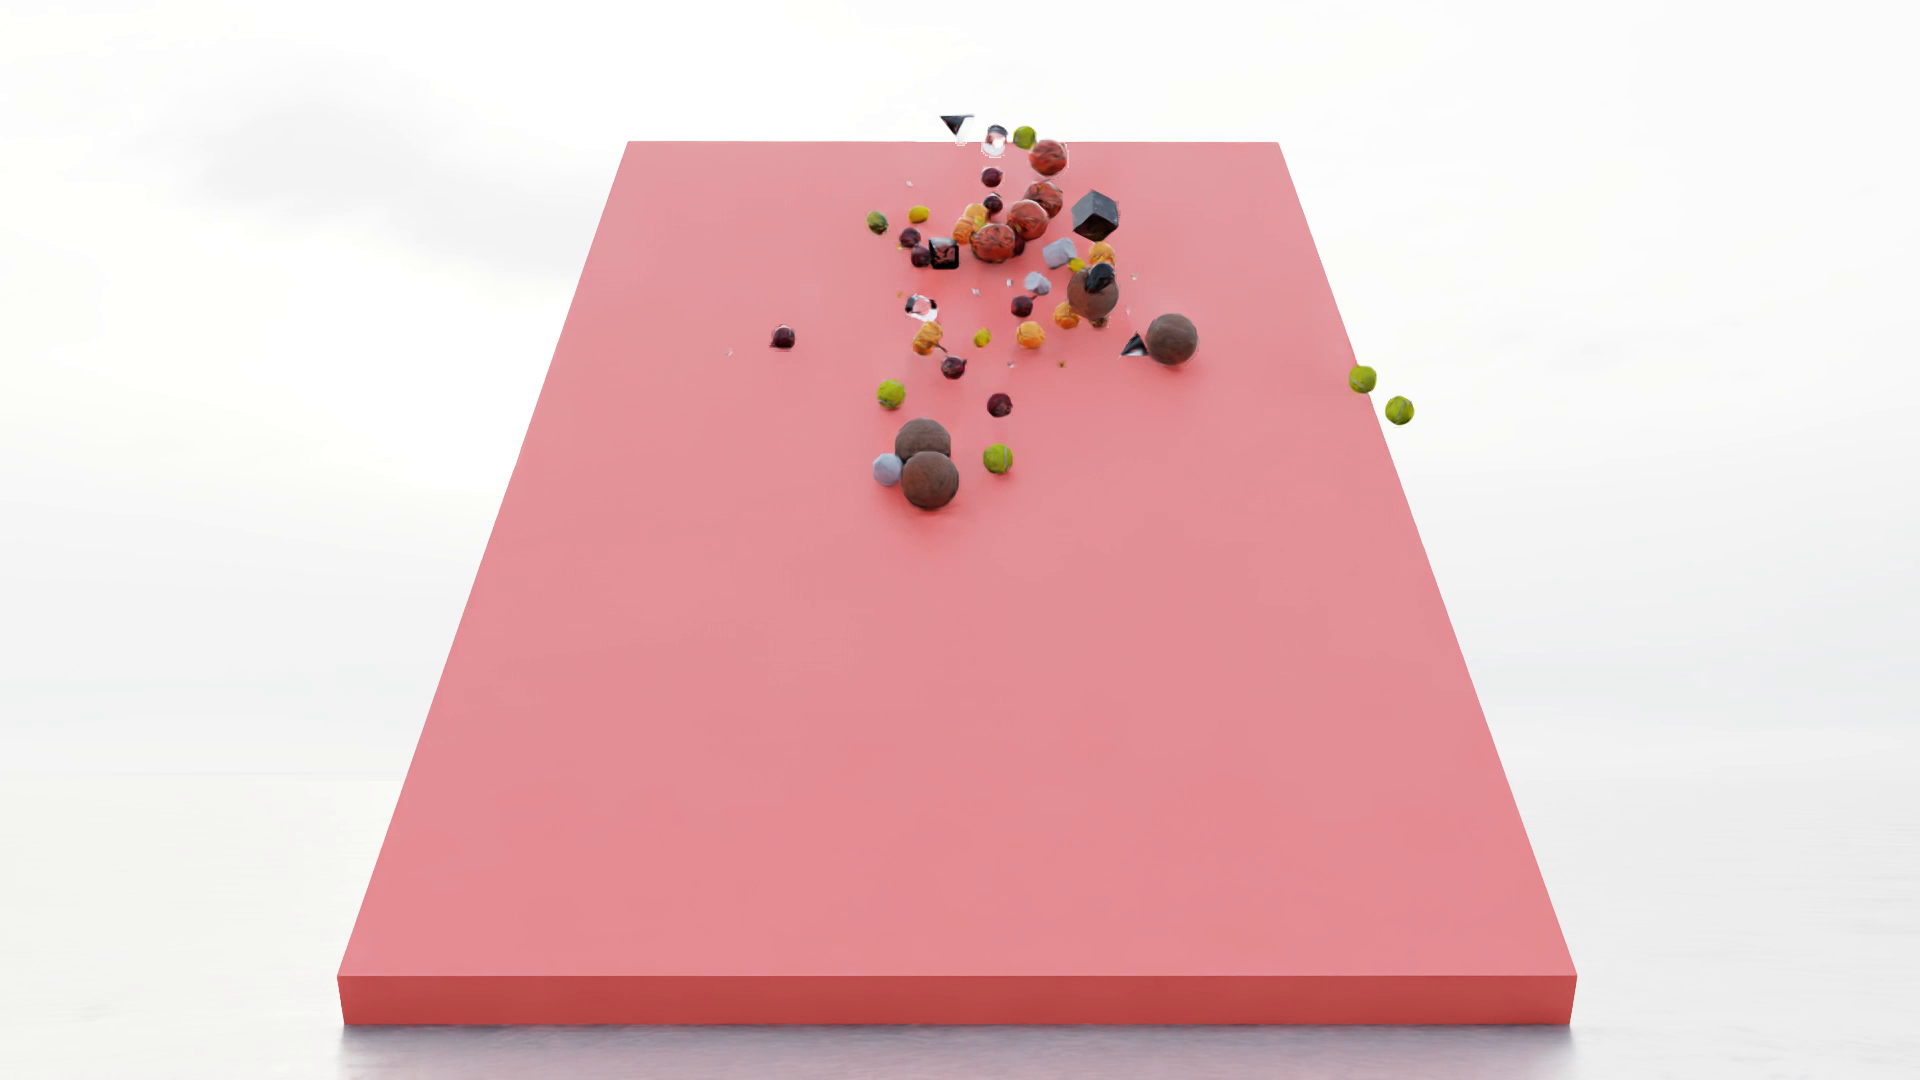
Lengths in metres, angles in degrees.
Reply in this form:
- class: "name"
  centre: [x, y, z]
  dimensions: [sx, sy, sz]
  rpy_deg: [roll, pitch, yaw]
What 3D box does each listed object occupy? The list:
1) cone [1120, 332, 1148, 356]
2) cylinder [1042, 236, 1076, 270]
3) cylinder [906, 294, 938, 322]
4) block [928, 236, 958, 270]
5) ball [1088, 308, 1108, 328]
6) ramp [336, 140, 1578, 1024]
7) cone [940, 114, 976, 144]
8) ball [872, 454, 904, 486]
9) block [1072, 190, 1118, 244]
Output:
- class: "cone"
  centre: [0.422, -0.471, 5.944]
  dimensions: [0.067, 0.067, 0.067]
  rpy_deg: [-29, -5, -3]
- class: "cylinder"
  centre: [0.268, -0.771, 6.447]
  dimensions: [0.066, 0.066, 0.066]
  rpy_deg: [-24, -17, 29]
- class: "cylinder"
  centre: [-0.098, -0.594, 6.151]
  dimensions: [0.059, 0.059, 0.059]
  rpy_deg: [25, 12, 40]
- class: "block"
  centre: [-0.045, -0.774, 6.478]
  dimensions: [0.066, 0.066, 0.066]
  rpy_deg: [-6, 29, -11]
- class: "ball"
  centre: [0.352, -0.565, 6.116]
  dimensions: [0.051, 0.051, 0.051]
  rpy_deg: [0, -6, 0]
- class: "ramp"
  centre: [-0.012, -0.218, 5.640]
  dimensions: [2.000, 0.100, 4.000]
  rpy_deg: [0, 29, 0]
- class: "cone"
  centre: [-0.021, -1.198, 6.876]
  dimensions: [0.095, 0.095, 0.095]
  rpy_deg: [22, -12, -15]
- class: "ball"
  centre: [-0.160, -0.158, 5.350]
  dimensions: [0.073, 0.073, 0.073]
  rpy_deg: [0, -6, 0]
- class: "block"
  centre: [0.358, -0.857, 6.358]
  dimensions: [0.086, 0.086, 0.086]
  rpy_deg: [24, -42, -29]
